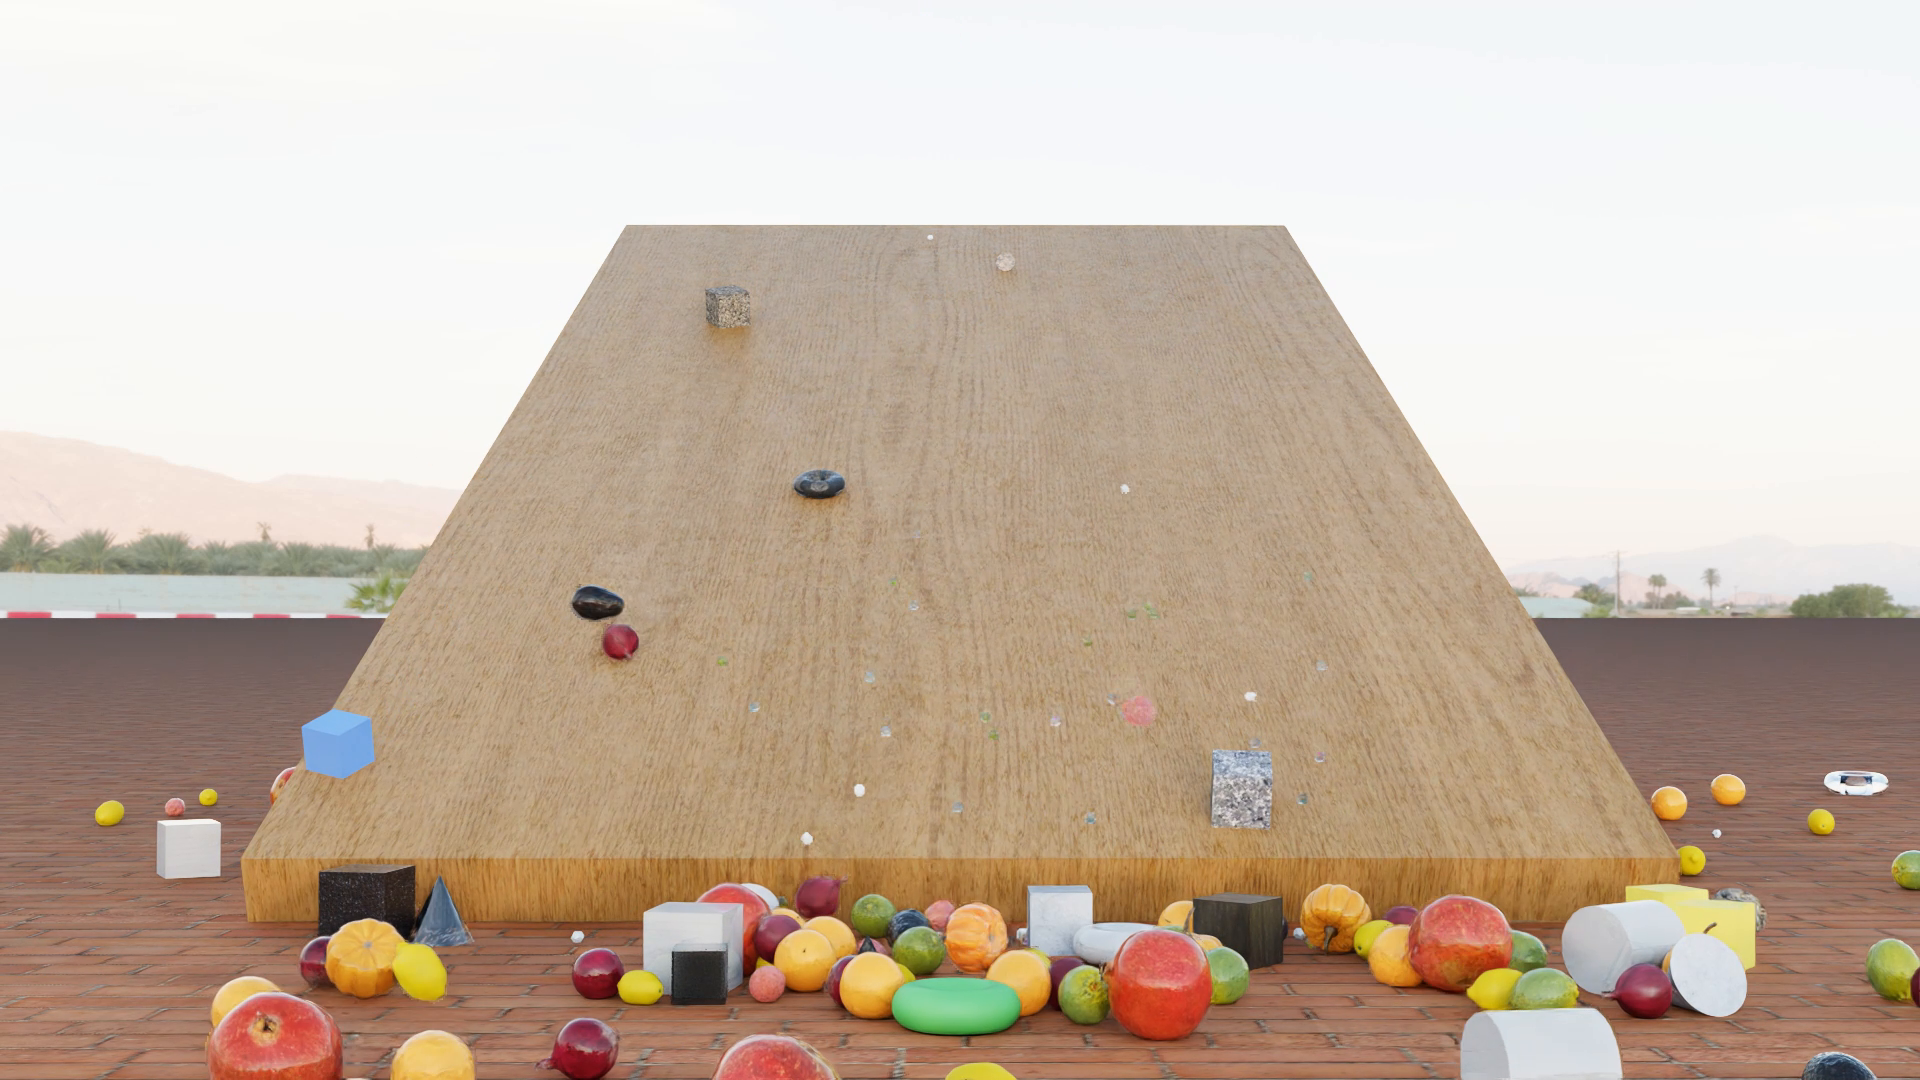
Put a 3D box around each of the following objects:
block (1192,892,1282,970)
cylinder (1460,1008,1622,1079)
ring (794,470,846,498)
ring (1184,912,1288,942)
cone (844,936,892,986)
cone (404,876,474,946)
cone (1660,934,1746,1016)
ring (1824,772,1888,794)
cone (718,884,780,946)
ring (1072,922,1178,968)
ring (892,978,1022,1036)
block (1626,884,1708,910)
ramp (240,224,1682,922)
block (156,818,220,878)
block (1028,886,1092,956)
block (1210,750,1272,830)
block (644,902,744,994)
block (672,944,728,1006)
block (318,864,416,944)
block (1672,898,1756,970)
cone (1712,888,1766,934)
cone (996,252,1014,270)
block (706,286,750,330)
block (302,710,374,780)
[{"bbox_3d":[0.344,0.483,2.813,0.081,0.081,0.081,-1,-2,37],"label":"block"},{"bbox_3d":[0.489,0.446,1.917,0.099,0.099,0.099,0,-2,-12],"label":"cylinder"},{"bbox_3d":[-0.284,-0.113,4.591,0.105,0.035,0.105,-1,21,0],"label":"ring"},{"bbox_3d":[0.362,0.507,2.975,0.136,0.045,0.136,0,0,0],"label":"ring"},{"bbox_3d":[-0.108,0.491,2.674,0.057,0.057,0.057,0,-2,0],"label":"cone"},{"bbox_3d":[-0.686,0.485,2.997,0.090,0.090,0.090,0,-2,0],"label":"cone"},{"bbox_3d":[0.797,0.493,2.502,0.094,0.094,0.094,1,-28,-20],"label":"cone"},{"bbox_3d":[2.147,0.583,5.446,0.145,0.048,0.145,0,0,0],"label":"ring"},{"bbox_3d":[-0.279,0.510,2.982,0.084,0.084,0.084,0,25,-4],"label":"cone"},{"bbox_3d":[0.205,0.502,2.821,0.131,0.044,0.131,1,-2,0],"label":"ring"},{"bbox_3d":[-0.003,0.488,2.381,0.136,0.045,0.136,1,-3,0],"label":"ring"},{"bbox_3d":[0.925,0.492,2.976,0.073,0.073,0.073,1,-2,-24],"label":"block"},{"bbox_3d":[-0.005,-0.211,5.046,2.000,0.100,4.000,0,20,0],"label":"ramp"},{"bbox_3d":[-1.276,0.510,3.761,0.087,0.087,0.087,1,-2,-28],"label":"block"},{"bbox_3d":[0.127,0.488,2.916,0.079,0.079,0.079,0,-2,-1],"label":"block"},{"bbox_3d":[0.404,0.358,3.263,0.083,0.083,0.083,2,21,5],"label":"block"},{"bbox_3d":[-0.308,0.472,2.629,0.092,0.092,0.092,0,-2,9],"label":"block"},{"bbox_3d":[-0.291,0.486,2.545,0.059,0.059,0.059,0,-2,-3],"label":"block"},{"bbox_3d":[-0.789,0.484,3.026,0.093,0.093,0.093,0,-2,11],"label":"block"},{"bbox_3d":[0.924,0.484,2.785,0.077,0.077,0.077,-1,-2,35],"label":"block"},{"bbox_3d":[1.024,0.514,3.025,0.073,0.073,0.073,-1,24,40],"label":"cone"},{"bbox_3d":[0.130,-0.775,6.381,0.052,0.052,0.052,0,-6,5],"label":"cone"},{"bbox_3d":[-0.593,-0.595,5.809,0.086,0.086,0.086,-11,23,-27],"label":"block"},{"bbox_3d":[-0.933,0.306,3.413,0.071,0.071,0.071,10,23,25],"label":"block"}]
